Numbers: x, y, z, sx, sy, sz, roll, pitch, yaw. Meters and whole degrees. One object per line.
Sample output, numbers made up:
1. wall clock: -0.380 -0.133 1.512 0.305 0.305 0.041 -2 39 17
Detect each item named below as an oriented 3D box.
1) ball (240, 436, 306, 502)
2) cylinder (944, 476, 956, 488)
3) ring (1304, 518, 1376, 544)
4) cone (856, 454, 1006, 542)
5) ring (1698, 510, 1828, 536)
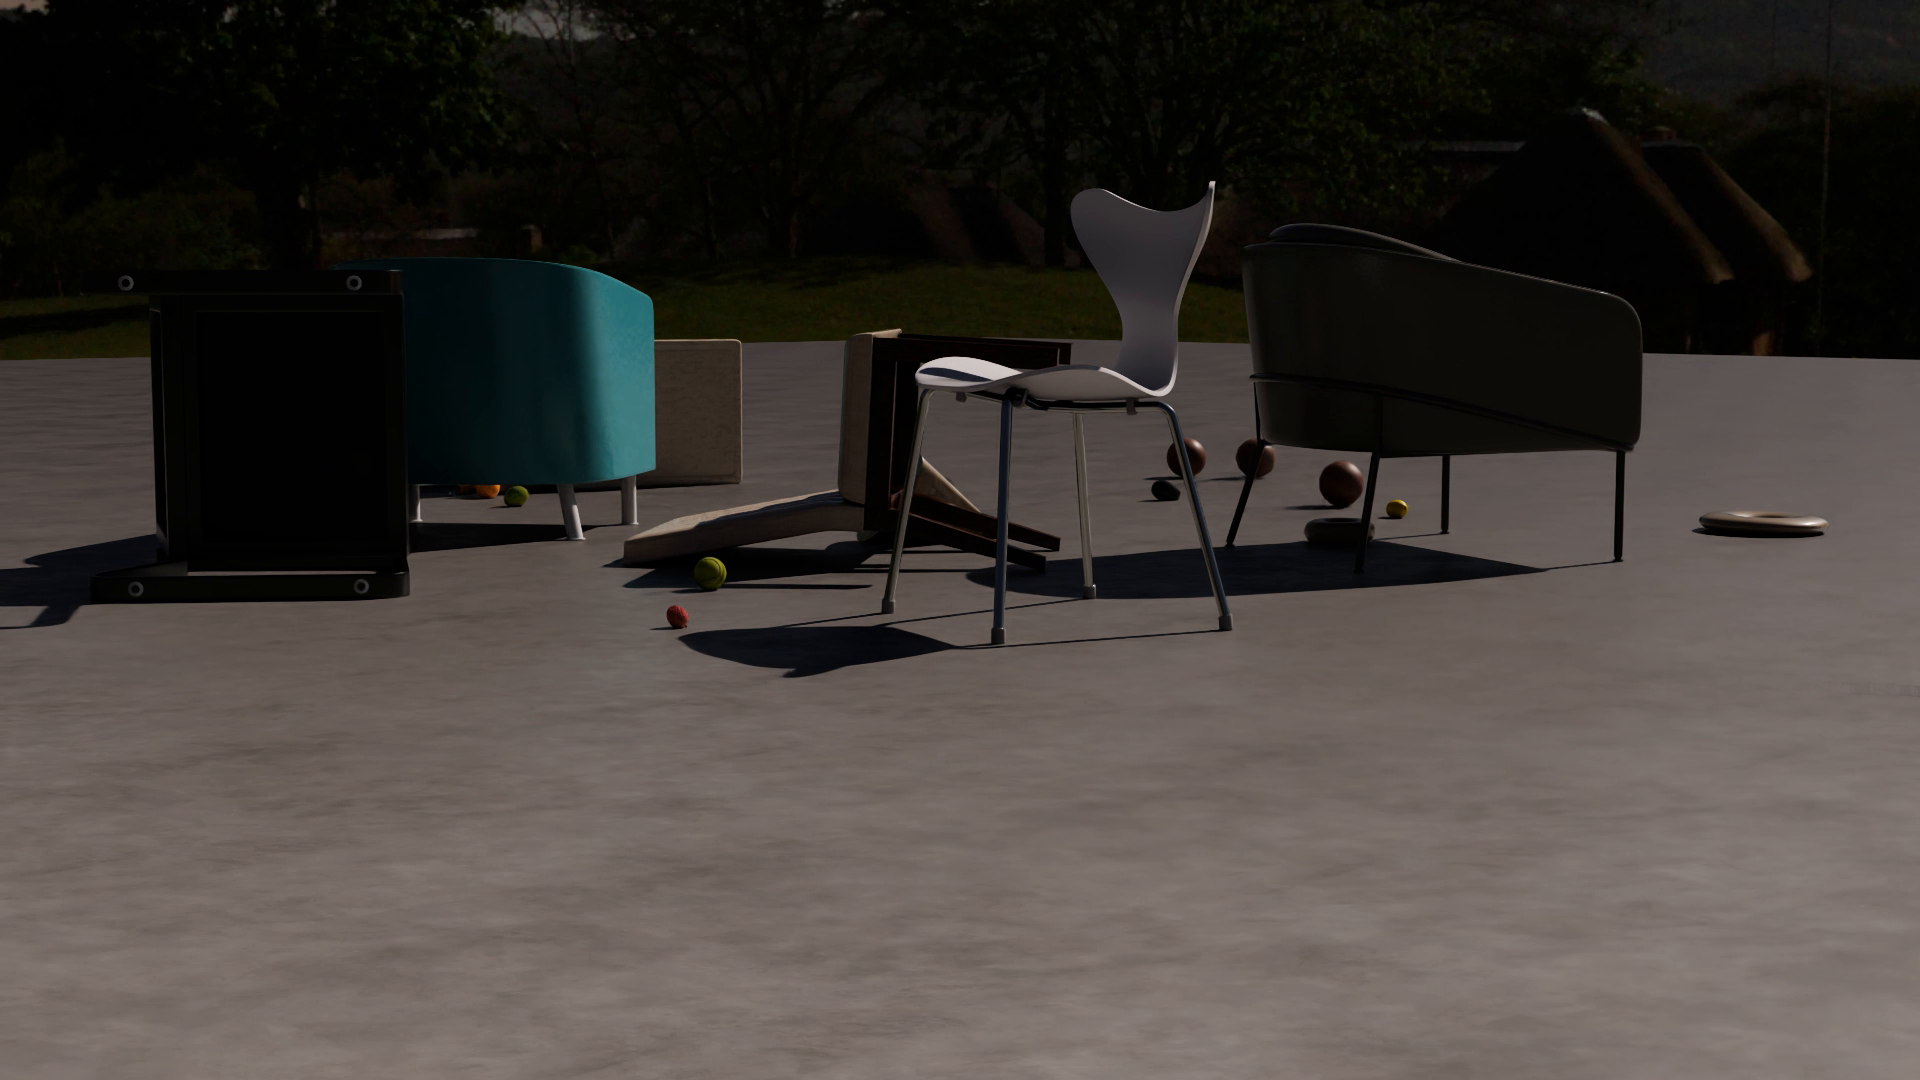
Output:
1. ball: -2.010 -0.209 7.507 0.191 0.191 0.191 0 6 0
2. cylinder: -0.067 -0.125 7.083 0.113 0.111 0.063 31 -1 -13
3. ring: 0.940 -0.022 6.351 0.176 0.057 0.156 -1 7 -7
4. cone: -0.027 -0.054 6.382 0.351 0.131 0.315 18 -47 -28
5. ring: 2.074 -0.044 6.622 0.322 0.045 0.315 4 7 30
